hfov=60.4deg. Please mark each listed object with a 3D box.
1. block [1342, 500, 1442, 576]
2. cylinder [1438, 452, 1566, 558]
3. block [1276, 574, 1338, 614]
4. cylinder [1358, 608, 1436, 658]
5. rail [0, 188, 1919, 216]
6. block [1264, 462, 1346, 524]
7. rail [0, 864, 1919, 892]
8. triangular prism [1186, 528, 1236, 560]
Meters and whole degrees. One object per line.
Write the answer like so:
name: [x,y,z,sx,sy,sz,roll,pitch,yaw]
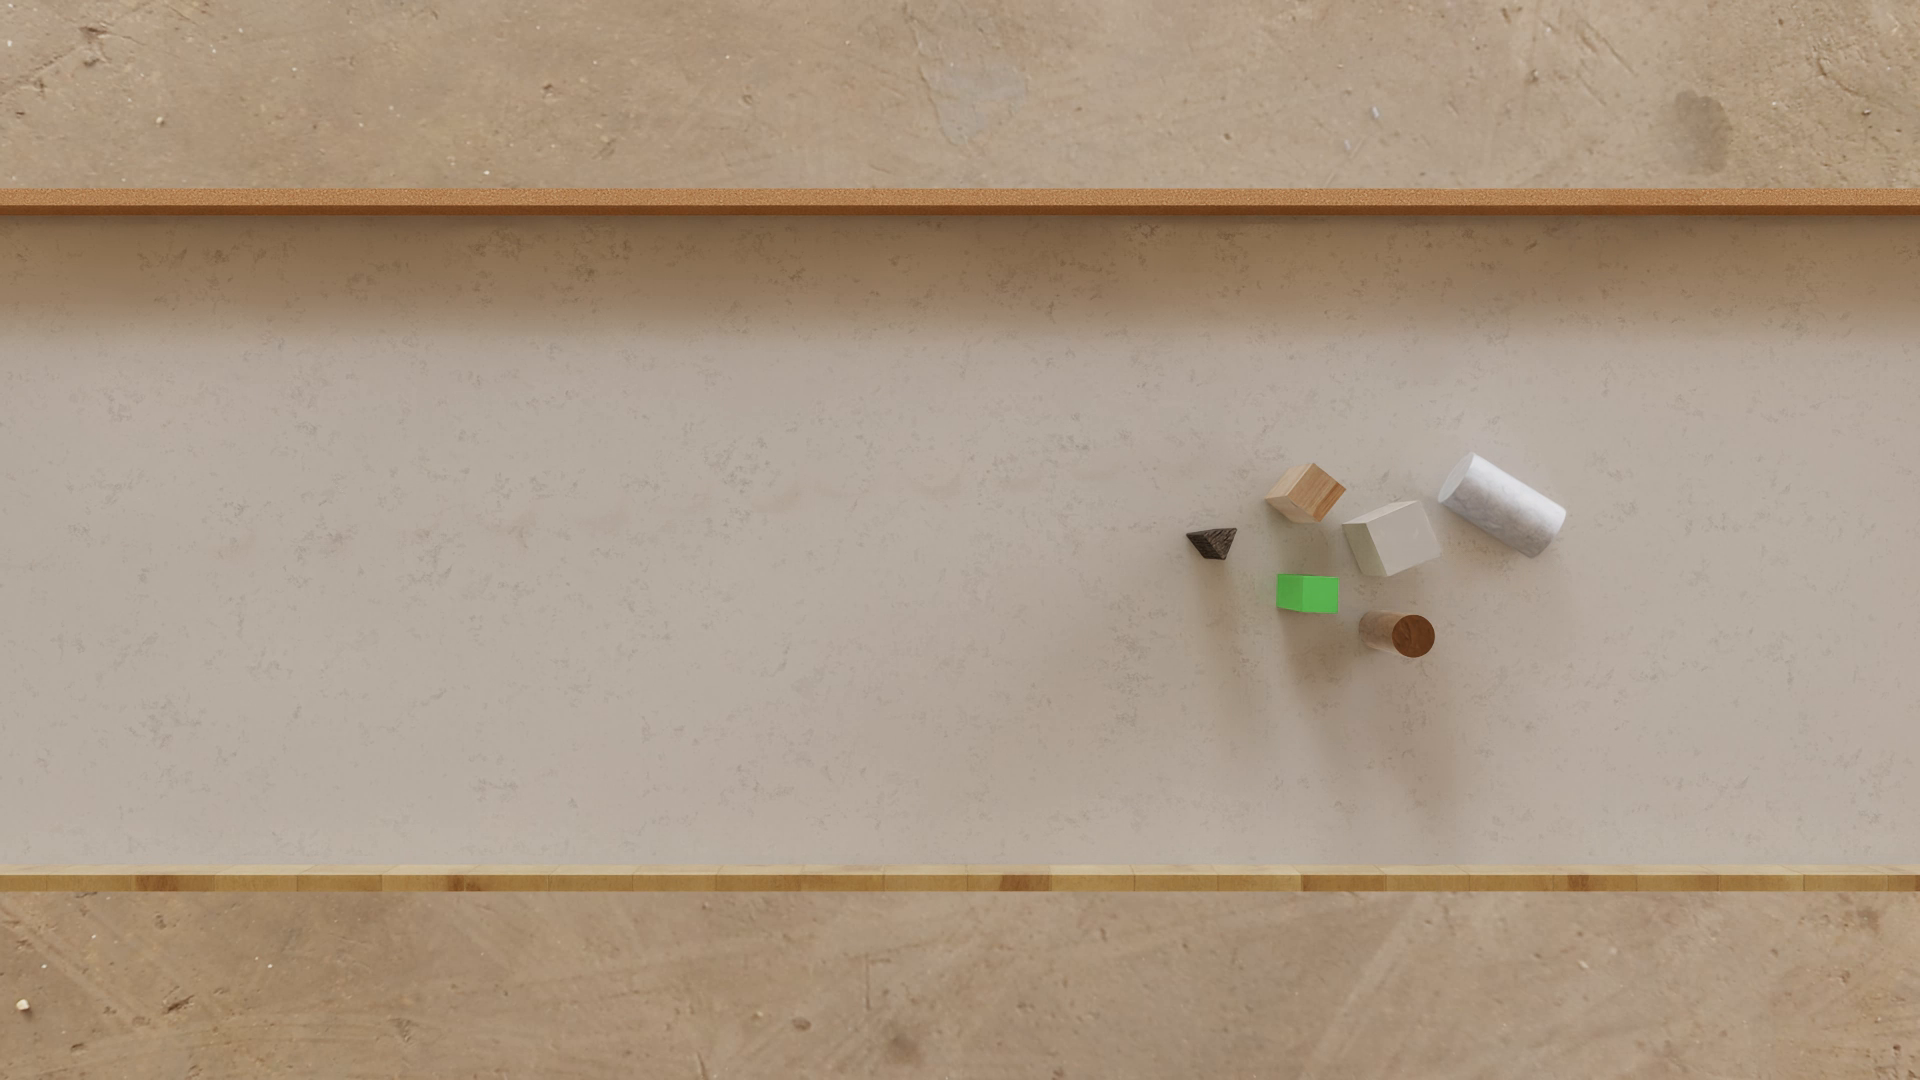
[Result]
block: [1.284,-0.004,4.925,0.169,0.303,0.169,-23,90,0]
cylinder: [1.636,-0.105,4.987,0.323,0.180,0.180,32,90,0]
block: [1.026,0.156,4.885,0.101,0.383,0.101,2,90,0]
cylinder: [1.288,0.273,4.880,0.123,0.393,0.123,0,90,0]
rail: [-2.247,-1.025,5.002,12.000,0.150,0.050,0,90,0]
block: [1.021,-0.136,4.898,0.122,0.357,0.122,39,90,0]
rail: [-2.247,1.025,5.001,12.000,0.150,0.050,0,90,0]
triangular prism: [0.758,-0.007,4.894,0.084,0.366,0.096,-38,90,0]
